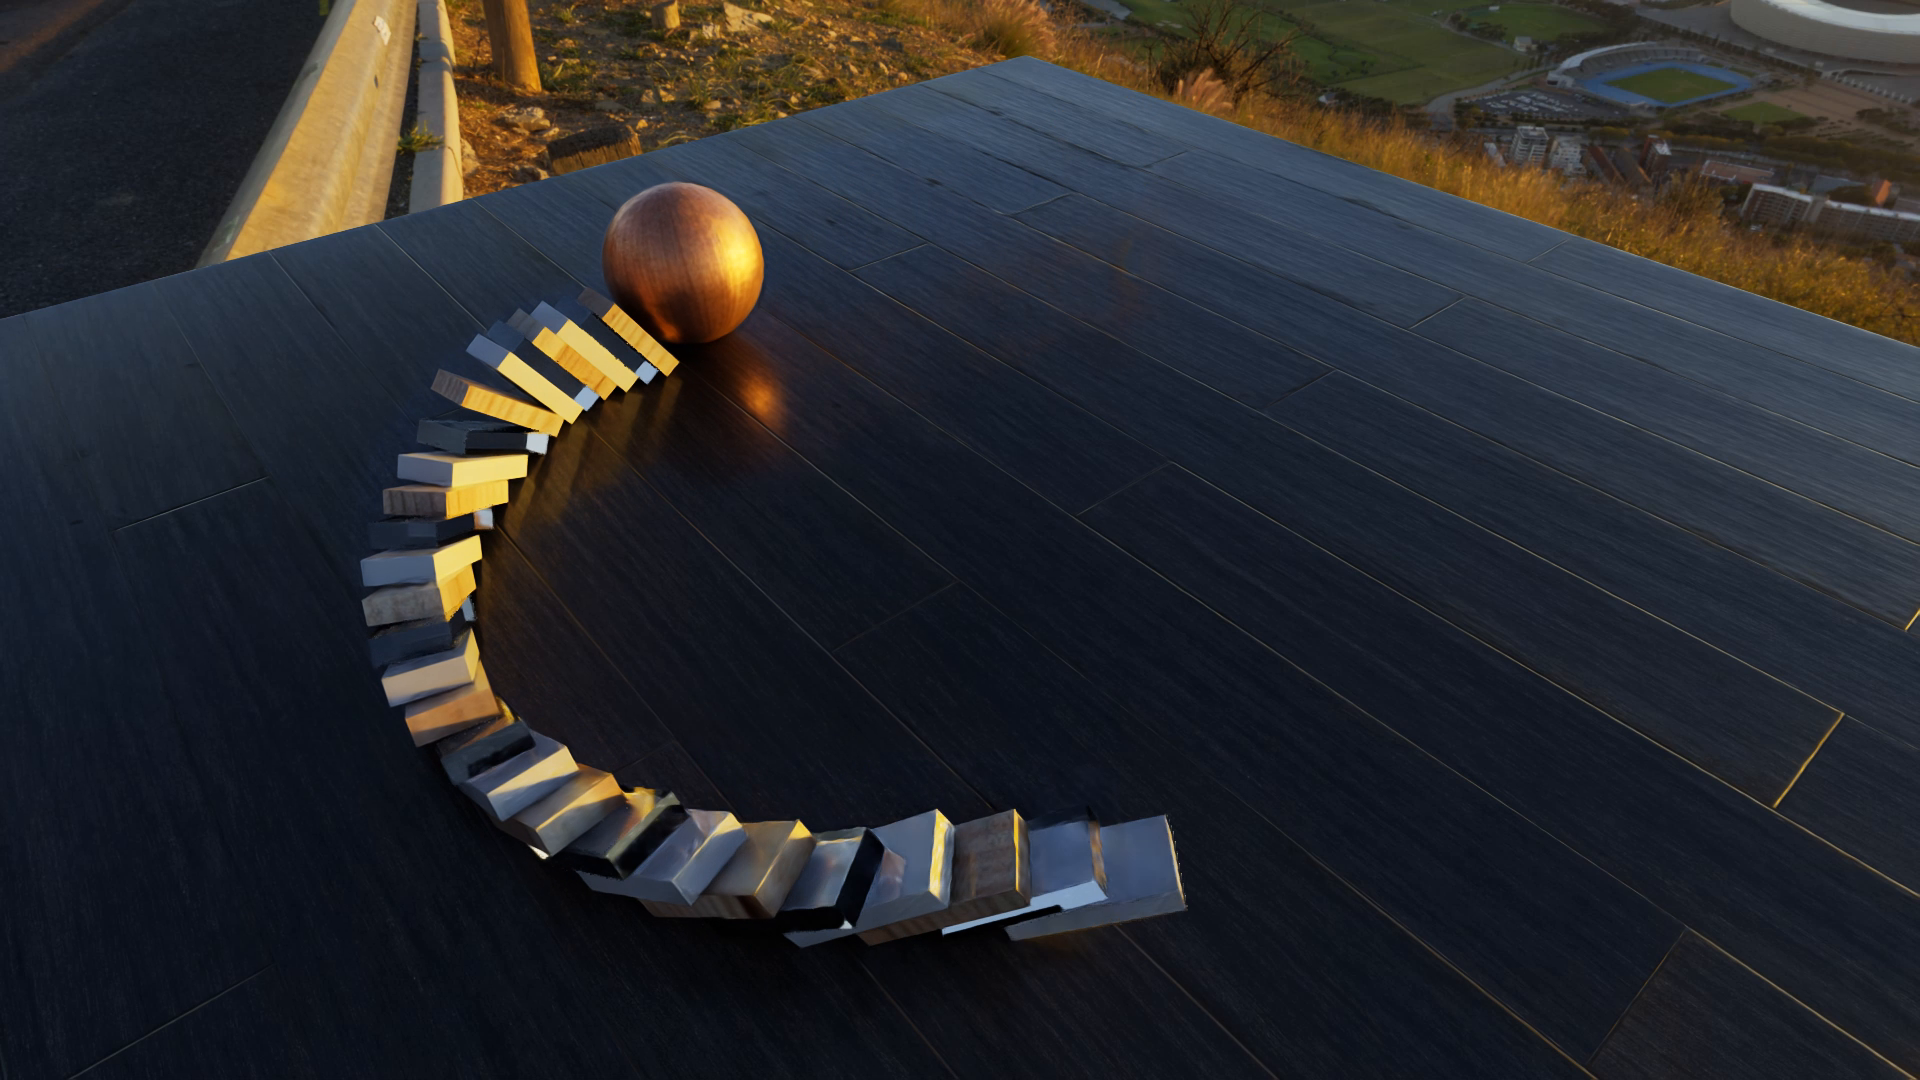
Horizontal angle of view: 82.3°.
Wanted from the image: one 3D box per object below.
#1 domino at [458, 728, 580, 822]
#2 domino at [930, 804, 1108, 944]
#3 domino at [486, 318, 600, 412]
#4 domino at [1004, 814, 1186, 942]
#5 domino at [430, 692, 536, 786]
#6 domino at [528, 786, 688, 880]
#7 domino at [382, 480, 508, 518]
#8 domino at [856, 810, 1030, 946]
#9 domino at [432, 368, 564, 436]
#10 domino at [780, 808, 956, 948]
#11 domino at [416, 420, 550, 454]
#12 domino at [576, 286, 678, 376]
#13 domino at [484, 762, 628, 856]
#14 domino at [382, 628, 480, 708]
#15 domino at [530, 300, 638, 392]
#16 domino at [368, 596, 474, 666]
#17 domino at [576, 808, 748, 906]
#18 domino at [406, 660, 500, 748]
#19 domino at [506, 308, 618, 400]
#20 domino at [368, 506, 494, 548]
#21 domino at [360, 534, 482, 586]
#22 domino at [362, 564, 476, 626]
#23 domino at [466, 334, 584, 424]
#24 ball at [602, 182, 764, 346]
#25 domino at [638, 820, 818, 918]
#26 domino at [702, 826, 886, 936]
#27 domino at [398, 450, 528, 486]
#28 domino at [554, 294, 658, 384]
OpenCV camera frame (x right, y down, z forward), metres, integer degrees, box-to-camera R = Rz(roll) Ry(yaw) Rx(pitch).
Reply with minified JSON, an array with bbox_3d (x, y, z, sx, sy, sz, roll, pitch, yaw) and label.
[{"bbox_3d":[-0.138,0.071,0.338,0.025,0.009,0.050,-32,18,-32],"label":"domino"},{"bbox_3d":[0.015,0.094,0.310,0.050,0.009,0.025,-21,37,16],"label":"domino"},{"bbox_3d":[-0.194,-0.081,0.513,0.025,0.050,0.009,33,82,34],"label":"domino"},{"bbox_3d":[0.037,0.096,0.314,0.050,0.010,0.025,-14,38,11],"label":"domino"},{"bbox_3d":[-0.153,0.062,0.349,0.025,0.009,0.050,-26,16,-28],"label":"domino"},{"bbox_3d":[-0.104,0.084,0.321,0.050,0.010,0.025,-8,27,44],"label":"domino"},{"bbox_3d":[-0.207,-0.018,0.446,0.025,0.010,0.050,3,9,3],"label":"domino"},{"bbox_3d":[-0.005,0.095,0.309,0.050,0.009,0.025,-20,37,18],"label":"domino"},{"bbox_3d":[-0.206,-0.061,0.492,0.025,0.009,0.050,26,3,32],"label":"domino"},{"bbox_3d":[-0.026,0.095,0.307,0.050,0.010,0.025,-23,36,24],"label":"domino"},{"bbox_3d":[-0.206,-0.044,0.478,0.025,0.009,0.050,14,9,17],"label":"domino"},{"bbox_3d":[-0.162,-0.101,0.538,0.025,0.050,0.009,33,82,34],"label":"domino"},{"bbox_3d":[-0.122,0.078,0.329,0.025,0.010,0.050,-36,21,-35],"label":"domino"},{"bbox_3d":[-0.178,0.042,0.373,0.025,0.010,0.050,-17,12,-19],"label":"domino"},{"bbox_3d":[-0.179,-0.092,0.526,0.025,0.050,0.010,33,82,34],"label":"domino"},{"bbox_3d":[-0.188,0.031,0.386,0.025,0.010,0.050,-13,11,-15],"label":"domino"},{"bbox_3d":[-0.086,0.089,0.315,0.050,0.009,0.025,-9,29,41],"label":"domino"},{"bbox_3d":[-0.167,0.053,0.360,0.025,0.009,0.050,-21,13,-24],"label":"domino"},{"bbox_3d":[-0.188,-0.087,0.520,0.025,0.050,0.010,33,82,34],"label":"domino"},{"bbox_3d":[-0.206,-0.005,0.431,0.025,0.010,0.050,0,9,0],"label":"domino"},{"bbox_3d":[-0.202,0.007,0.415,0.025,0.009,0.050,-4,9,-5],"label":"domino"},{"bbox_3d":[-0.196,0.020,0.401,0.025,0.009,0.050,-9,10,-11],"label":"domino"},{"bbox_3d":[-0.198,-0.073,0.503,0.025,0.050,0.010,28,80,30],"label":"domino"},{"bbox_3d":[-0.140,-0.139,0.558,0.080,0.080,0.080,0,39,0],"label":"ball"},{"bbox_3d":[-0.066,0.093,0.310,0.050,0.009,0.025,-13,30,36],"label":"domino"},{"bbox_3d":[-0.047,0.096,0.307,0.050,0.010,0.025,-16,32,32],"label":"domino"},{"bbox_3d":[-0.208,-0.031,0.462,0.025,0.010,0.050,9,10,11],"label":"domino"},{"bbox_3d":[-0.170,-0.097,0.532,0.025,0.050,0.010,33,82,34],"label":"domino"}]
